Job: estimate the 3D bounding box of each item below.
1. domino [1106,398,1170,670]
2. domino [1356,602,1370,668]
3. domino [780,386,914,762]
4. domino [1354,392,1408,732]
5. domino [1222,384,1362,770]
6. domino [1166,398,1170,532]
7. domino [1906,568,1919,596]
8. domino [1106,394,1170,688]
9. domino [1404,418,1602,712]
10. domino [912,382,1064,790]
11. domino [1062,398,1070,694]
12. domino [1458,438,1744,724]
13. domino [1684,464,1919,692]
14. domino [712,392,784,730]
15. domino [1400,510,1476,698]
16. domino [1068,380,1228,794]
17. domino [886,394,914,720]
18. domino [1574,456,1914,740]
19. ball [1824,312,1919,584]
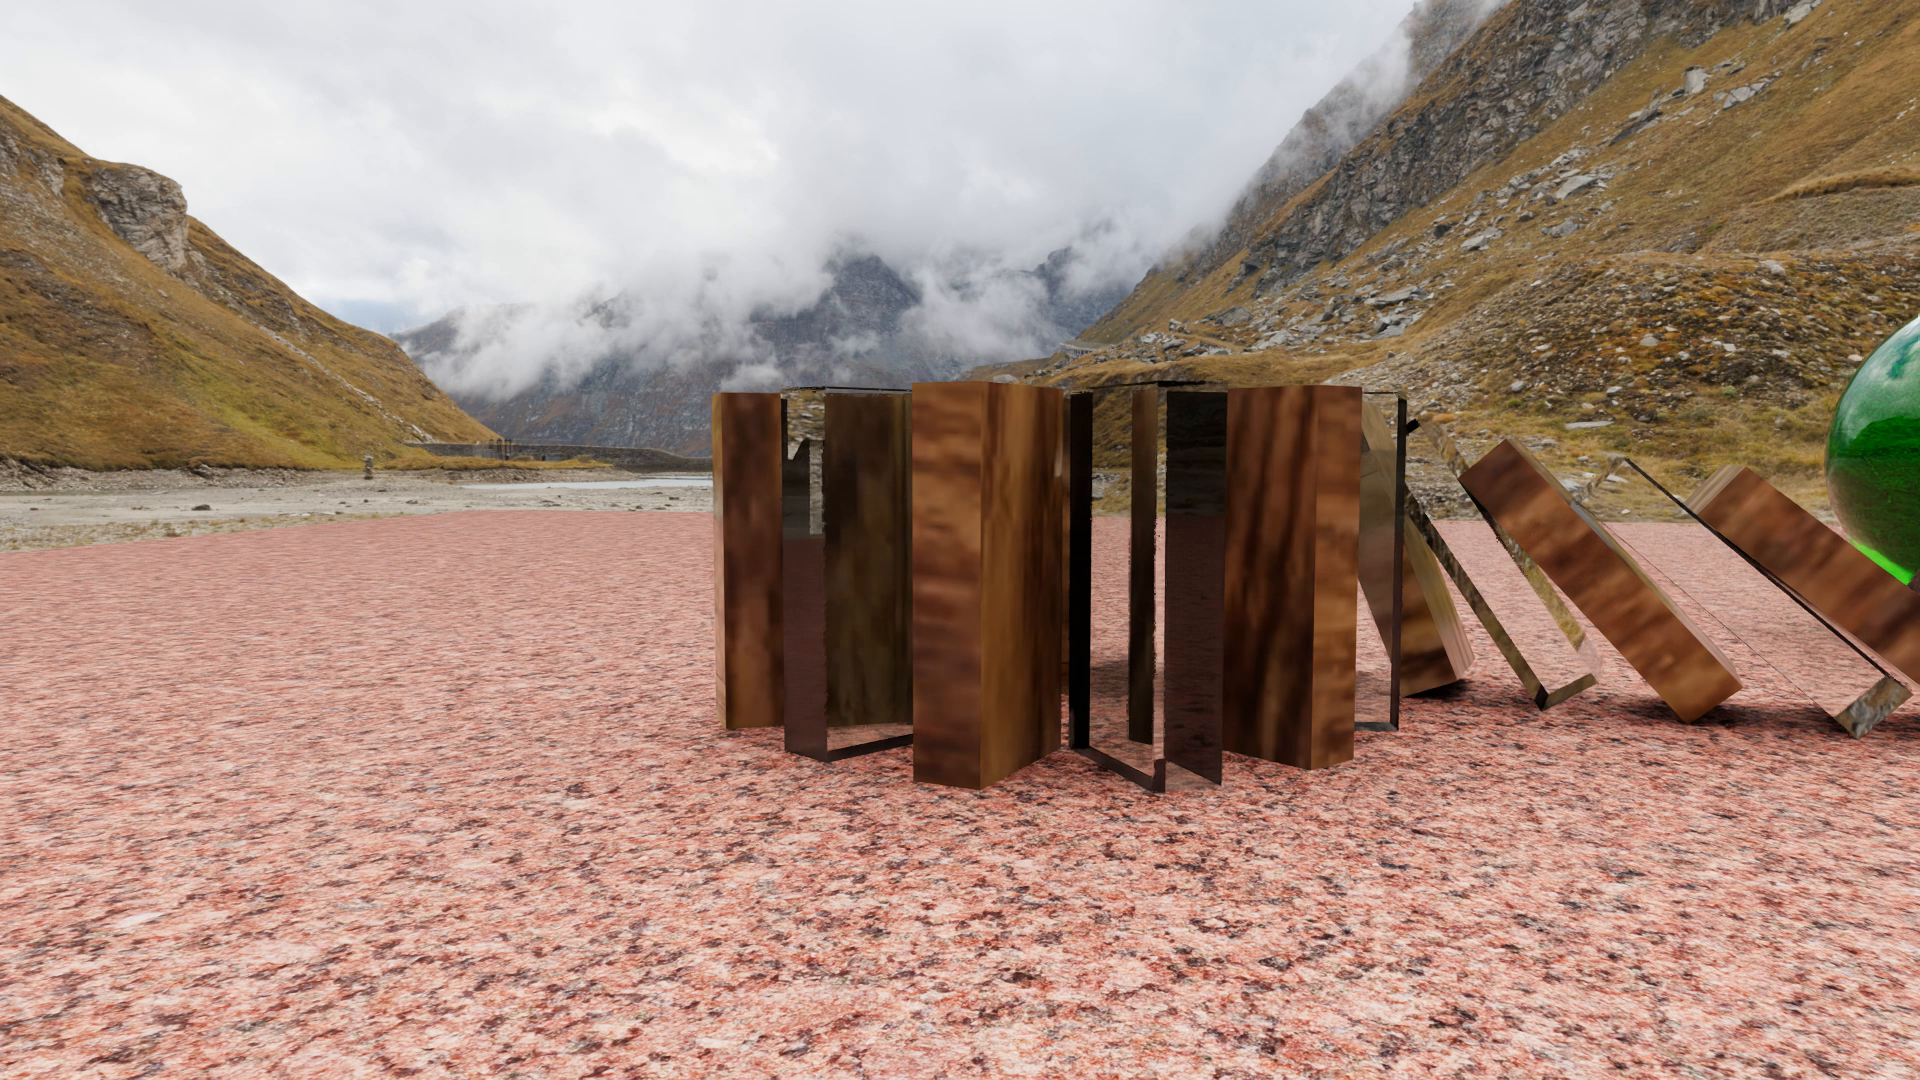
[{"bbox_3d":[0.036,-0.001,0.248,0.010,0.050,0.025,-6,0,38],"label":"domino"},{"bbox_3d":[0.063,-0.001,0.235,0.009,0.050,0.025,-10,-1,28],"label":"domino"},{"bbox_3d":[-0.012,0.004,0.182,0.025,0.050,0.010,-4,6,-44],"label":"domino"},{"bbox_3d":[0.053,0.003,0.194,0.025,0.050,0.009,1,4,7],"label":"domino"},{"bbox_3d":[0.042,0.004,0.178,0.010,0.050,0.025,-3,6,-39],"label":"domino"},{"bbox_3d":[0.048,0.001,0.214,0.025,0.050,0.010,-4,5,-20],"label":"domino"},{"bbox_3d":[0.199,0.003,0.240,0.025,0.050,0.009,0,47,4],"label":"domino"},{"bbox_3d":[0.037,0.000,0.231,0.010,0.050,0.025,-6,0,33],"label":"domino"},{"bbox_3d":[0.089,0.003,0.218,0.010,0.050,0.025,-36,-13,26],"label":"domino"},{"bbox_3d":[0.004,0.005,0.169,0.009,0.050,0.025,2,5,28],"label":"domino"},{"bbox_3d":[0.017,0.000,0.229,0.009,0.050,0.025,-2,5,-16],"label":"domino"},{"bbox_3d":[0.104,0.005,0.210,0.009,0.050,0.025,-45,-16,23],"label":"domino"},{"bbox_3d":[0.135,0.008,0.195,0.050,0.010,0.025,43,19,15],"label":"domino"},{"bbox_3d":[-0.025,0.003,0.198,0.025,0.050,0.009,-2,5,-19],"label":"domino"},{"bbox_3d":[0.076,0.001,0.227,0.009,0.050,0.025,-23,-7,28],"label":"domino"},{"bbox_3d":[0.024,0.005,0.168,0.009,0.050,0.025,-2,5,-20],"label":"domino"},{"bbox_3d":[0.001,0.002,0.201,0.025,0.050,0.009,0,4,-2],"label":"domino"},{"bbox_3d":[0.120,0.007,0.201,0.050,0.009,0.025,45,19,14],"label":"domino"},{"bbox_3d":[0.240,-0.019,0.285,0.080,0.080,0.080,0,4,0],"label":"ball"}]
